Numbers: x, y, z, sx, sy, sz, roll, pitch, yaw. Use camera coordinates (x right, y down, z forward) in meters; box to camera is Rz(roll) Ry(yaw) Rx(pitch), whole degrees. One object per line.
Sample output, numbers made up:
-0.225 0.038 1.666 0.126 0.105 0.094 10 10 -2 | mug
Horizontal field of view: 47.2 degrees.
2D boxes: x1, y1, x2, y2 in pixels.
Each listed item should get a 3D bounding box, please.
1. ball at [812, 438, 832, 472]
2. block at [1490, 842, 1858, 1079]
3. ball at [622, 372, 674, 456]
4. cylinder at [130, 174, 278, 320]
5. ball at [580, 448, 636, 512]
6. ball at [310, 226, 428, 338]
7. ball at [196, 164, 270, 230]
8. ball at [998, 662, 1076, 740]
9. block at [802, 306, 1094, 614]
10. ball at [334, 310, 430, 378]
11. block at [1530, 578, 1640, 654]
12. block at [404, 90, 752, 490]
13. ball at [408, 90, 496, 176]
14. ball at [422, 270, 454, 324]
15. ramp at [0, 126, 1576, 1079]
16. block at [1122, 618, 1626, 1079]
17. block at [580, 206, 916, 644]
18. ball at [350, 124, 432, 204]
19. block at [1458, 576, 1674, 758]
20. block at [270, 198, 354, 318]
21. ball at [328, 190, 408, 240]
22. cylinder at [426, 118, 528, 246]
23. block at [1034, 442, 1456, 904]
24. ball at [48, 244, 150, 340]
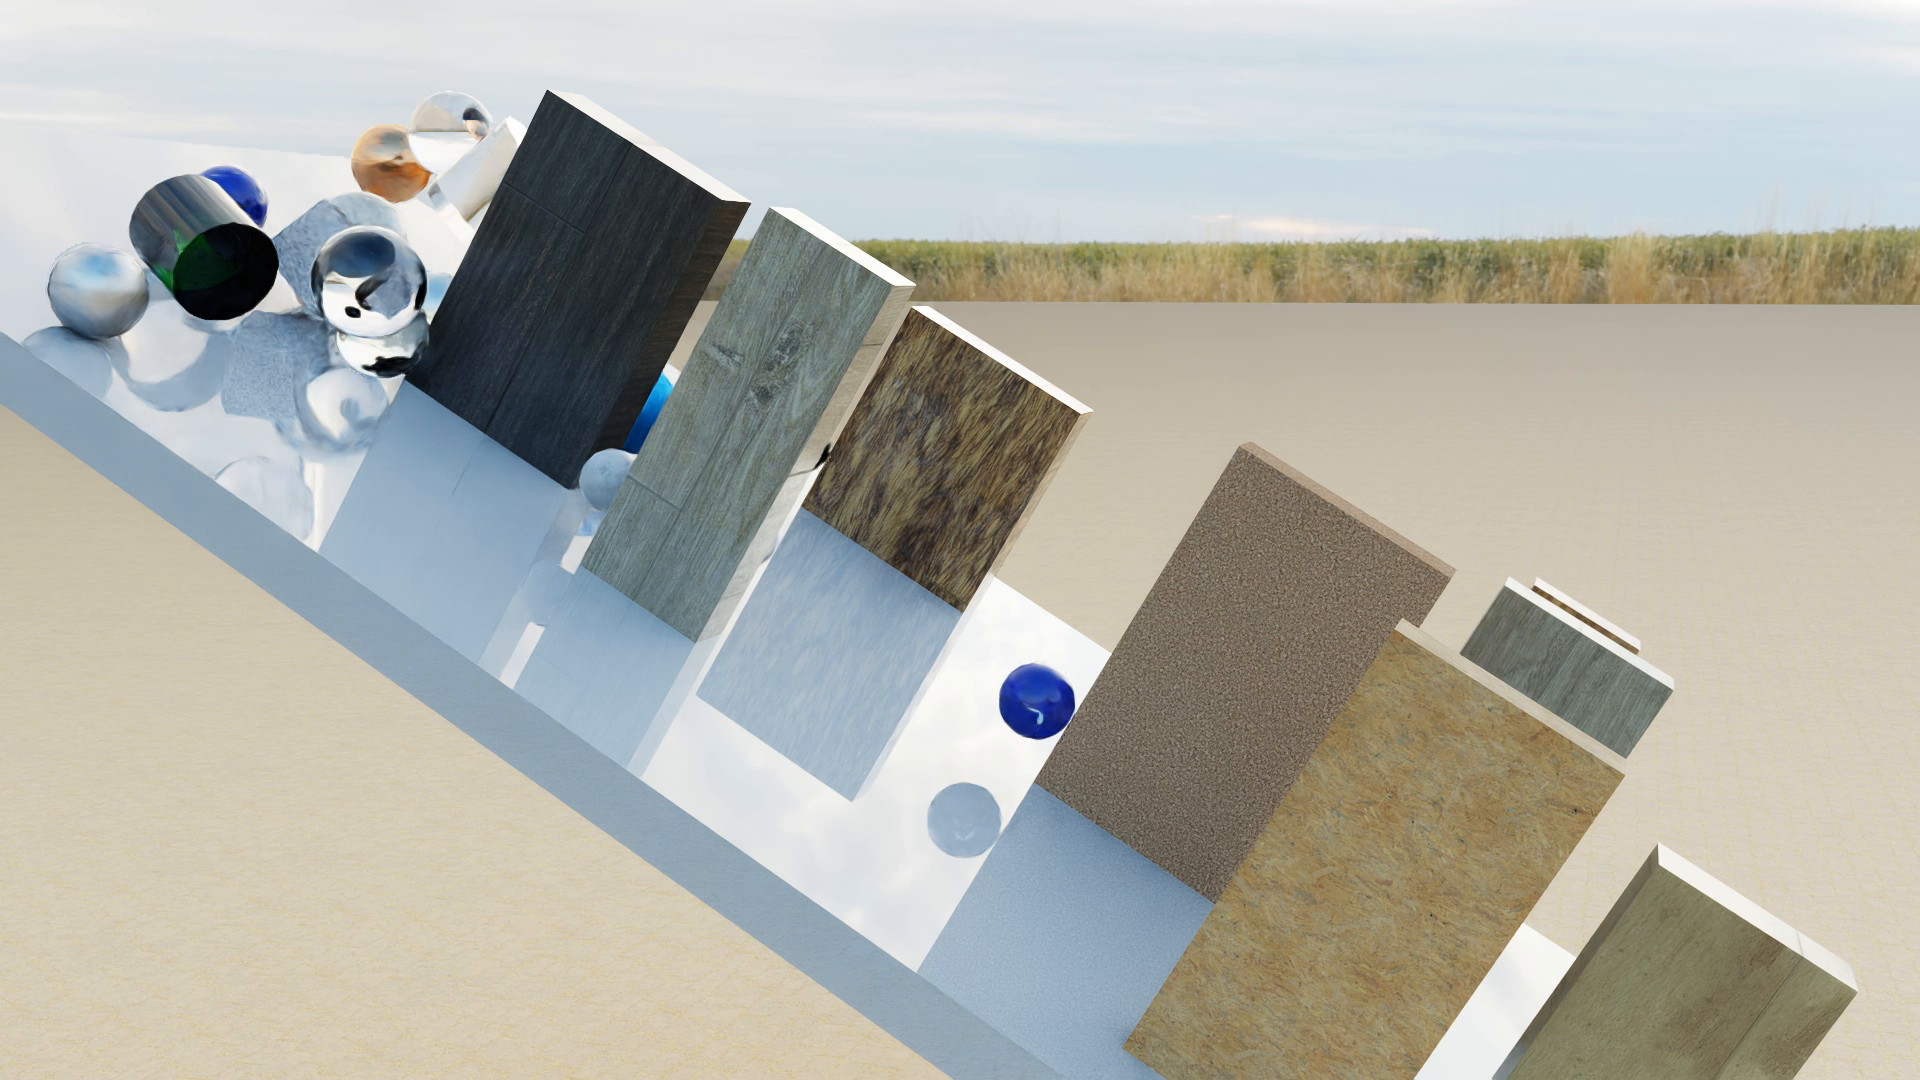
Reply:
-0.348 -0.210 4.748 0.140 0.140 0.140 0 7 0 | ball
0.966 0.793 3.177 0.309 0.634 0.126 33 15 11 | block
-0.666 -0.268 4.412 0.197 0.197 0.197 0 7 0 | ball
-1.353 -0.523 3.935 0.193 0.193 0.193 -6 37 -43 | cylinder
-0.612 -0.104 3.872 0.113 0.113 0.113 0 7 0 | ball
-1.015 -0.443 3.777 0.194 0.194 0.194 0 7 0 | ball
-1.431 -0.654 4.292 0.157 0.157 0.157 0 7 0 | ball
0.139 0.291 3.971 0.140 0.140 0.140 0 7 0 | ball
-0.031 -0.174 4.725 0.430 0.502 0.110 33 15 11 | block
-1.069 -0.385 4.069 0.171 0.171 0.171 0 7 0 | ball
1.147 0.431 4.672 0.248 0.666 0.120 33 15 11 | block
-0.721 -0.466 4.124 0.399 0.619 0.140 33 15 11 | block
-1.060 -0.845 4.587 0.181 0.181 0.181 0 7 0 | ball
-1.029 -0.444 4.327 0.172 0.172 0.172 0 7 0 | ball
-0.173 0.284 4.122 4.000 0.100 2.000 33 15 11 | ramp
0.579 0.522 3.122 0.360 0.739 0.102 33 15 11 | block
-0.365 -0.192 3.734 0.251 0.705 0.115 33 15 11 | block
-1.272 -0.843 4.920 0.177 0.177 0.177 0 7 0 | ball
0.981 0.468 4.126 0.349 0.715 0.122 33 15 11 | block
-1.200 -0.531 4.168 0.152 0.152 0.152 -38 2 -3 | block
-1.189 -0.593 4.342 0.193 0.193 0.193 0 7 0 | ball
-0.893 -0.680 4.302 0.207 0.207 0.207 -38 2 9 | cylinder
0.502 0.246 3.924 0.427 0.721 0.119 33 15 11 | block
-1.387 -0.400 3.541 0.153 0.153 0.153 0 7 0 | ball
